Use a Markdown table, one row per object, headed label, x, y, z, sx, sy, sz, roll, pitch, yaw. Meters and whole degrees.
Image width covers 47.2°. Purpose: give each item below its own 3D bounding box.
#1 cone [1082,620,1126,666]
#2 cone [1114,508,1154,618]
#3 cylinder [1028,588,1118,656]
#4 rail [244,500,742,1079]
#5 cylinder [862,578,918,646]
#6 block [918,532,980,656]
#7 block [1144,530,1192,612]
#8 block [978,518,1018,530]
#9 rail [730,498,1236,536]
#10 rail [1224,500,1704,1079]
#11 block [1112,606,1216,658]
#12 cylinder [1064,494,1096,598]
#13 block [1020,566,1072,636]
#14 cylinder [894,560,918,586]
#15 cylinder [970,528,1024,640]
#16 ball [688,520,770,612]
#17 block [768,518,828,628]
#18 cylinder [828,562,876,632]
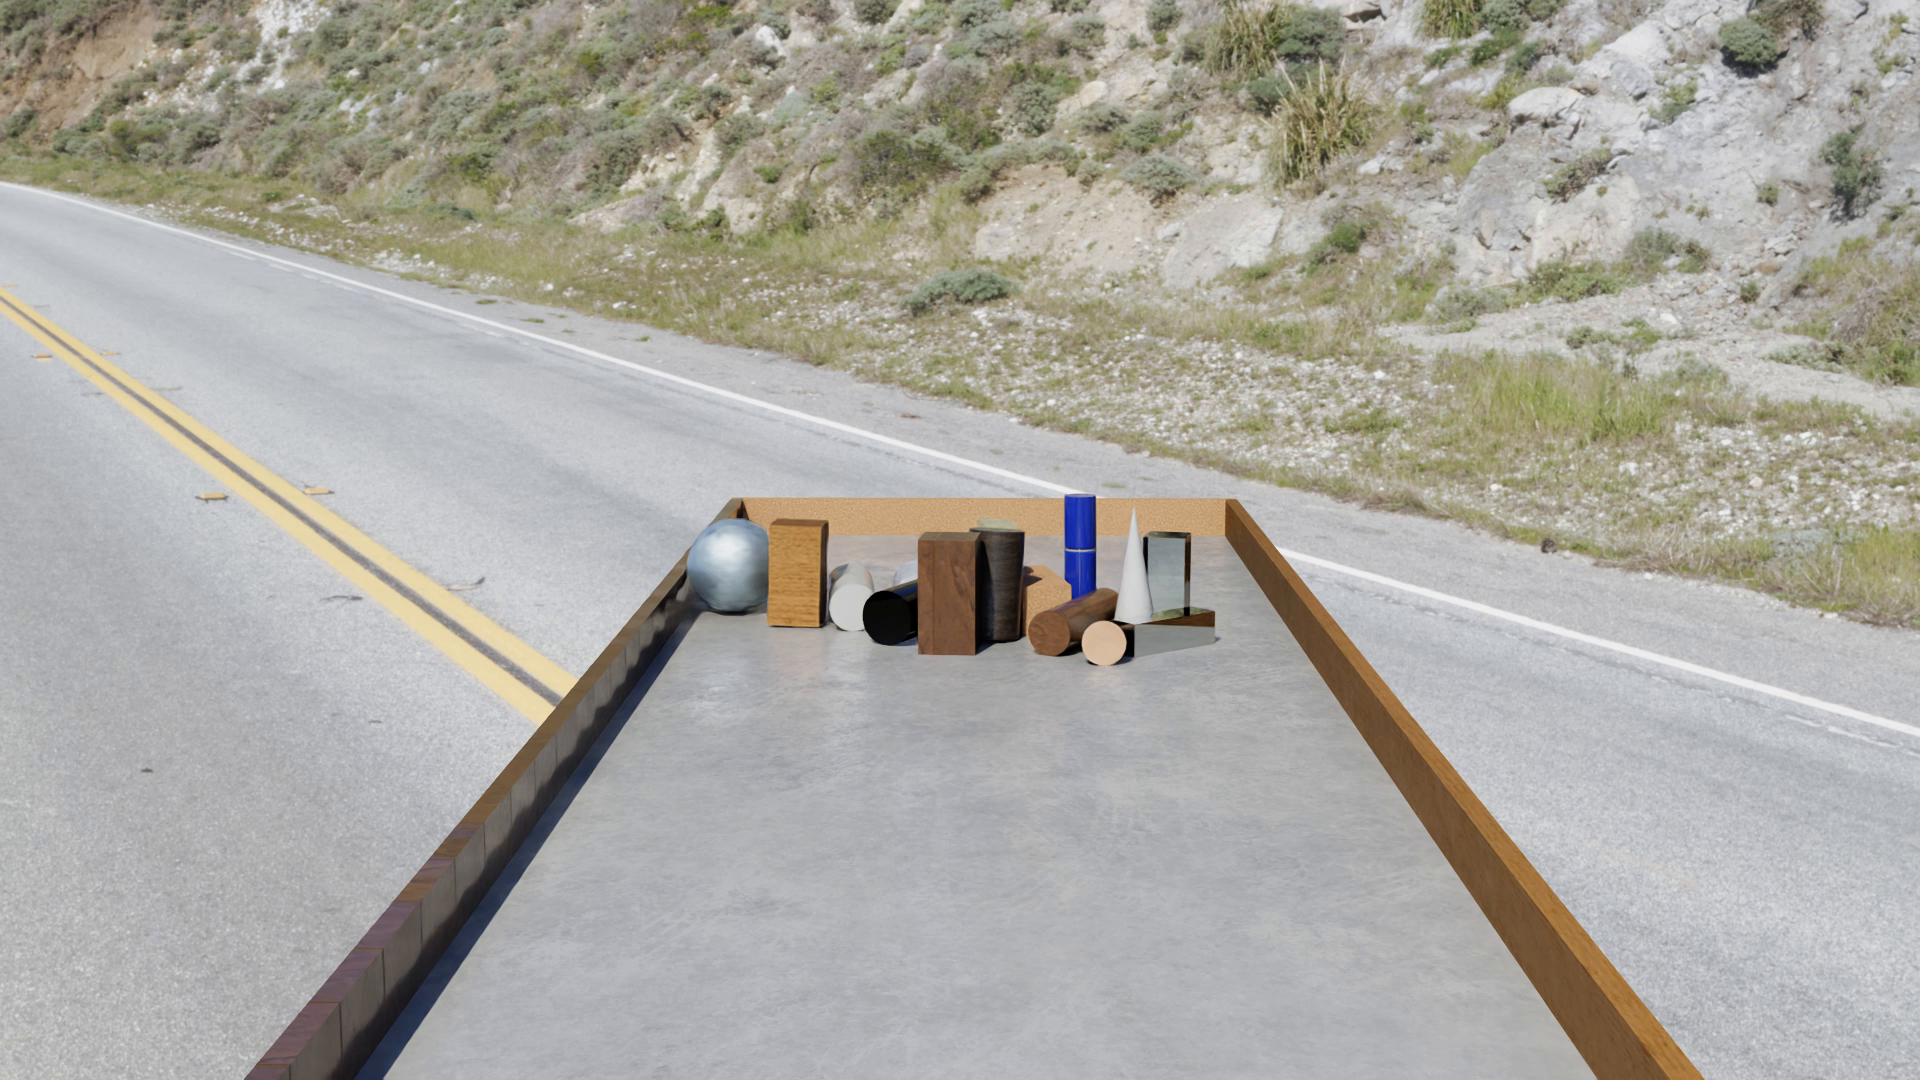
| label | x | y | z | sx | sy | sz | roll | pitch | yaw |
| --- | --- | --- | --- | --- | --- | --- | --- | --- | --- |
| cone | 0.423 | 0.317 | 6.795 | 0.135 | 0.135 | 0.343 | -1 | -2 | -4 |
| cone | 0.551 | 0.104 | 6.943 | 0.156 | 0.438 | 0.156 | -1 | 8 | 0 |
| cylinder | 0.373 | 0.256 | 6.947 | 0.141 | 0.141 | 0.450 | 4 | 10 | 26 |
| rail | -1.004 | 0.839 | 3.234 | 0.050 | 0.150 | 12.000 | 0 | 9 | 1 |
| cylinder | -0.139 | 0.217 | 7.078 | 0.176 | 0.176 | 0.400 | 5 | 10 | 27 |
| block | -0.032 | 0.165 | 6.832 | 0.177 | 0.357 | 0.177 | 1 | 9 | 6 |
| block | 0.676 | 0.134 | 7.190 | 0.135 | 0.306 | 0.135 | 2 | 9 | 15 |
| block | 0.112 | 0.110 | 7.192 | 0.108 | 0.345 | 0.108 | 2 | 9 | -12 |
| rail | 0.099 | -0.098 | 9.147 | 2.100 | 0.150 | 0.050 | 0 | 9 | 1 |
| rail | 1.046 | 0.843 | 3.208 | 0.050 | 0.150 | 12.000 | 0 | 9 | 1 |
| block | 0.636 | 0.286 | 6.866 | 0.346 | 0.105 | 0.105 | -7 | 11 | -38 |
| cylinder | 0.395 | 0.067 | 7.212 | 0.106 | 0.430 | 0.106 | -1 | 8 | 0 |
| block | 0.244 | 0.197 | 7.255 | 0.160 | 0.160 | 0.394 | -2 | 9 | -10 |
| cylinder | -0.149 | 0.169 | 7.460 | 0.152 | 0.152 | 0.321 | 0 | 9 | -2 |
| cylinder | 0.109 | 0.138 | 7.003 | 0.178 | 0.341 | 0.178 | 3 | 5 | 0 |
| ball | -0.765 | 0.087 | 7.449 | 0.316 | 0.316 | 0.316 | 0 | 9 | 0 |
| block | -0.533 | 0.107 | 7.250 | 0.170 | 0.332 | 0.170 | 2 | 8 | 4 |
| cylinder | -0.361 | 0.185 | 7.342 | 0.157 | 0.157 | 0.439 | -1 | 9 | -4 |
